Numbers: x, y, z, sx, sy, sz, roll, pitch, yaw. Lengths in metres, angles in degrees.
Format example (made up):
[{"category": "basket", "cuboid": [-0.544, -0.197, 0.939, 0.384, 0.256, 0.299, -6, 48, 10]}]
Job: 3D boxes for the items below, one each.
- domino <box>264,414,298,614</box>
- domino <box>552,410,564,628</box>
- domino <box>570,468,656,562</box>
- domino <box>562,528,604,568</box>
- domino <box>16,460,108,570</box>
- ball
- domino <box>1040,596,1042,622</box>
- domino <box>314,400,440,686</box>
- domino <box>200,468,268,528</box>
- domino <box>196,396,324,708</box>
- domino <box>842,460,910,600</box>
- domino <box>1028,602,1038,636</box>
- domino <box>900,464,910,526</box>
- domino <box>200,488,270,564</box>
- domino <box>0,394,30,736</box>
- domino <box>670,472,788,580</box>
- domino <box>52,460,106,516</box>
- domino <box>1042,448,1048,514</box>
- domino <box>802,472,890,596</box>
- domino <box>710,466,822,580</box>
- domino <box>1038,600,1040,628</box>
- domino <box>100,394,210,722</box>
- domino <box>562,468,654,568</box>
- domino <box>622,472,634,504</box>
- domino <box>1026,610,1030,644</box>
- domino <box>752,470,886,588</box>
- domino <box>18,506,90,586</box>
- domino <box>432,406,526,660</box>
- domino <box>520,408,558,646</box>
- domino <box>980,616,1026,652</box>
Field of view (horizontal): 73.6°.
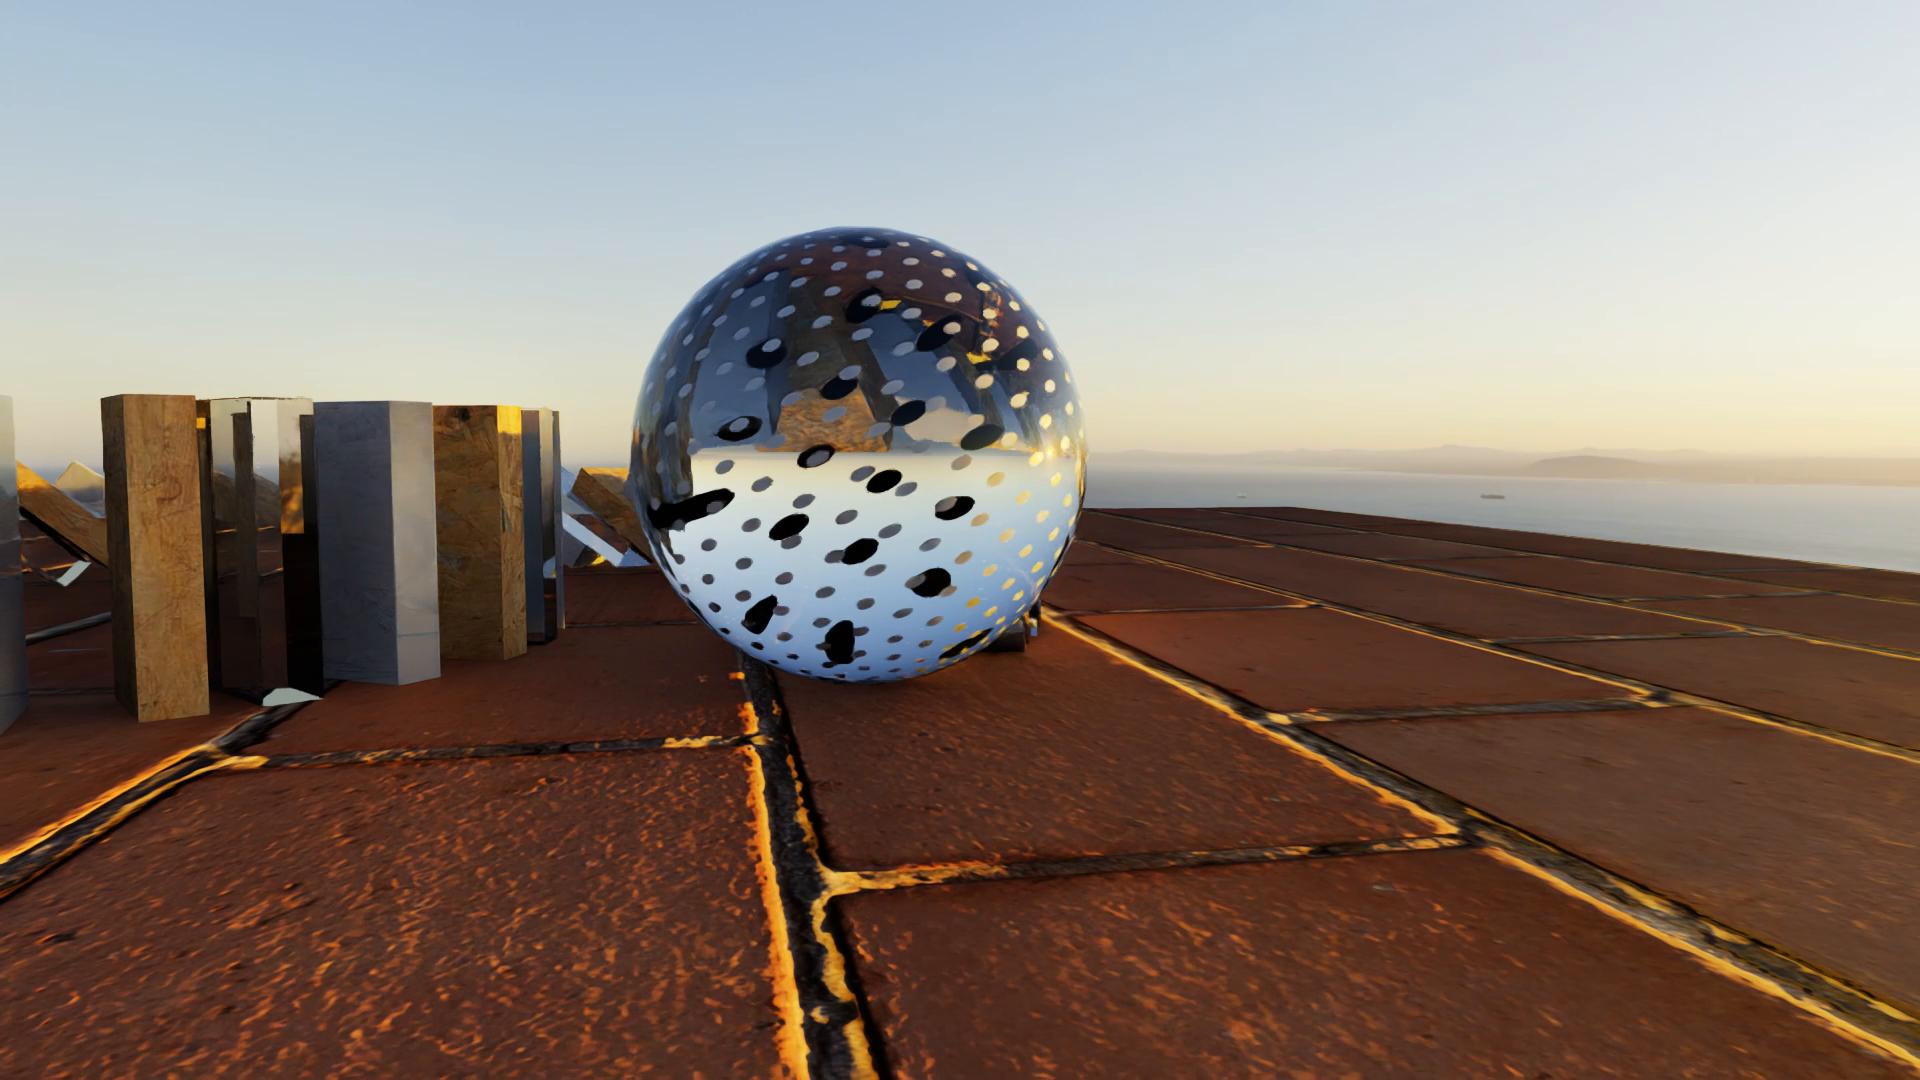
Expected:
[{"category": "domino", "cuboid": [-0.167, -0.007, 0.332, 0.009, 0.050, 0.025, 0, 4, 6]}, {"category": "domino", "cuboid": [-0.105, -0.004, 0.294, 0.025, 0.050, 0.009, -2, 5, -23]}, {"category": "domino", "cuboid": [-0.107, -0.008, 0.440, 0.050, 0.010, 0.025, 36, 19, 22]}, {"category": "domino", "cuboid": [-0.147, -0.009, 0.445, 0.050, 0.009, 0.025, 34, 7, 5]}, {"category": "domino", "cuboid": [-0.274, -0.007, 0.392, 0.025, 0.010, 0.050, 5, -37, 48]}, {"category": "ball", "cuboid": [-0.017, -0.015, 0.227, 0.080, 0.080, 0.080, 0, 4, 0]}, {"category": "domino", "cuboid": [0.008, -0.005, 0.316, 0.025, 0.050, 0.009, 0, -29, 4]}, {"category": "domino", "cuboid": [-0.108, 0.000, 0.233, 0.025, 0.050, 0.009, 2, 5, 25]}, {"category": "domino", "cuboid": [-0.225, -0.007, 0.432, 0.050, 0.009, 0.025, 32, -6, -17]}, {"category": "domino", "cuboid": [-0.119, 0.001, 0.218, 0.025, 0.050, 0.009, 4, 6, 41]}, {"category": "domino", "cuboid": [-0.014, -0.004, 0.367, 0.025, 0.010, 0.050, -1, 41, -26]}, {"category": "domino", "cuboid": [0.005, -0.003, 0.293, 0.025, 0.050, 0.009, 0, -29, 4]}, {"category": "domino", "cuboid": [-0.001, -0.002, 0.350, 0.025, 0.010, 0.050, -1, 39, -9]}, {"category": "domino", "cuboid": [-0.242, -0.006, 0.422, 0.050, 0.009, 0.025, 33, -10, -24]}, {"category": "domino", "cuboid": [-0.150, 0.003, 0.193, 0.009, 0.050, 0.025, -2, 5, -28]}, {"category": "domino", "cuboid": [-0.070, -0.006, 0.421, 0.050, 0.009, 0.025, 39, 27, 32]}, {"category": "domino", "cuboid": [-0.260, -0.007, 0.407, 0.050, 0.009, 0.025, 40, -18, -29]}, {"category": "domino", "cuboid": [0.008, -0.004, 0.333, 0.025, 0.009, 0.050, 4, 48, 5]}, {"category": "domino", "cuboid": [-0.025, -0.003, 0.381, 0.025, 0.010, 0.050, -3, 35, -31]}, {"category": "domino", "cuboid": [-0.056, -0.006, 0.410, 0.025, 0.010, 0.050, -2, 35, -46]}, {"category": "domino", "cuboid": [0.007, -0.004, 0.304, 0.025, 0.050, 0.009, 0, -29, 4]}, {"category": "domino", "cuboid": [-0.130, 0.002, 0.207, 0.009, 0.050, 0.025, -4, 6, -40]}, {"category": "domino", "cuboid": [-0.129, -0.009, 0.444, 0.050, 0.009, 0.025, 35, 9, 11]}, {"category": "domino", "cuboid": [-0.088, -0.007, 0.432, 0.050, 0.009, 0.025, 38, 23, 27]}, {"category": "domino", "cuboid": [0.003, -0.002, 0.282, 0.025, 0.050, 0.010, 0, -29, 4]}, {"category": "domino", "cuboid": [-0.041, -0.004, 0.397, 0.025, 0.009, 0.050, -2, 36, -42]}, {"category": "domino", "cuboid": [-0.285, -0.007, 0.379, 0.025, 0.050, 0.009, 4, 50, 44]}, {"category": "domino", "cuboid": [-0.101, -0.002, 0.257, 0.025, 0.050, 0.010, 1, 4, 8]}, {"category": "domino", "cuboid": [-0.101, -0.003, 0.274, 0.025, 0.050, 0.009, 0, 4, -2]}, {"category": "domino", "cuboid": [0.002, -0.001, 0.271, 0.025, 0.050, 0.009, 0, -29, 4]}]
